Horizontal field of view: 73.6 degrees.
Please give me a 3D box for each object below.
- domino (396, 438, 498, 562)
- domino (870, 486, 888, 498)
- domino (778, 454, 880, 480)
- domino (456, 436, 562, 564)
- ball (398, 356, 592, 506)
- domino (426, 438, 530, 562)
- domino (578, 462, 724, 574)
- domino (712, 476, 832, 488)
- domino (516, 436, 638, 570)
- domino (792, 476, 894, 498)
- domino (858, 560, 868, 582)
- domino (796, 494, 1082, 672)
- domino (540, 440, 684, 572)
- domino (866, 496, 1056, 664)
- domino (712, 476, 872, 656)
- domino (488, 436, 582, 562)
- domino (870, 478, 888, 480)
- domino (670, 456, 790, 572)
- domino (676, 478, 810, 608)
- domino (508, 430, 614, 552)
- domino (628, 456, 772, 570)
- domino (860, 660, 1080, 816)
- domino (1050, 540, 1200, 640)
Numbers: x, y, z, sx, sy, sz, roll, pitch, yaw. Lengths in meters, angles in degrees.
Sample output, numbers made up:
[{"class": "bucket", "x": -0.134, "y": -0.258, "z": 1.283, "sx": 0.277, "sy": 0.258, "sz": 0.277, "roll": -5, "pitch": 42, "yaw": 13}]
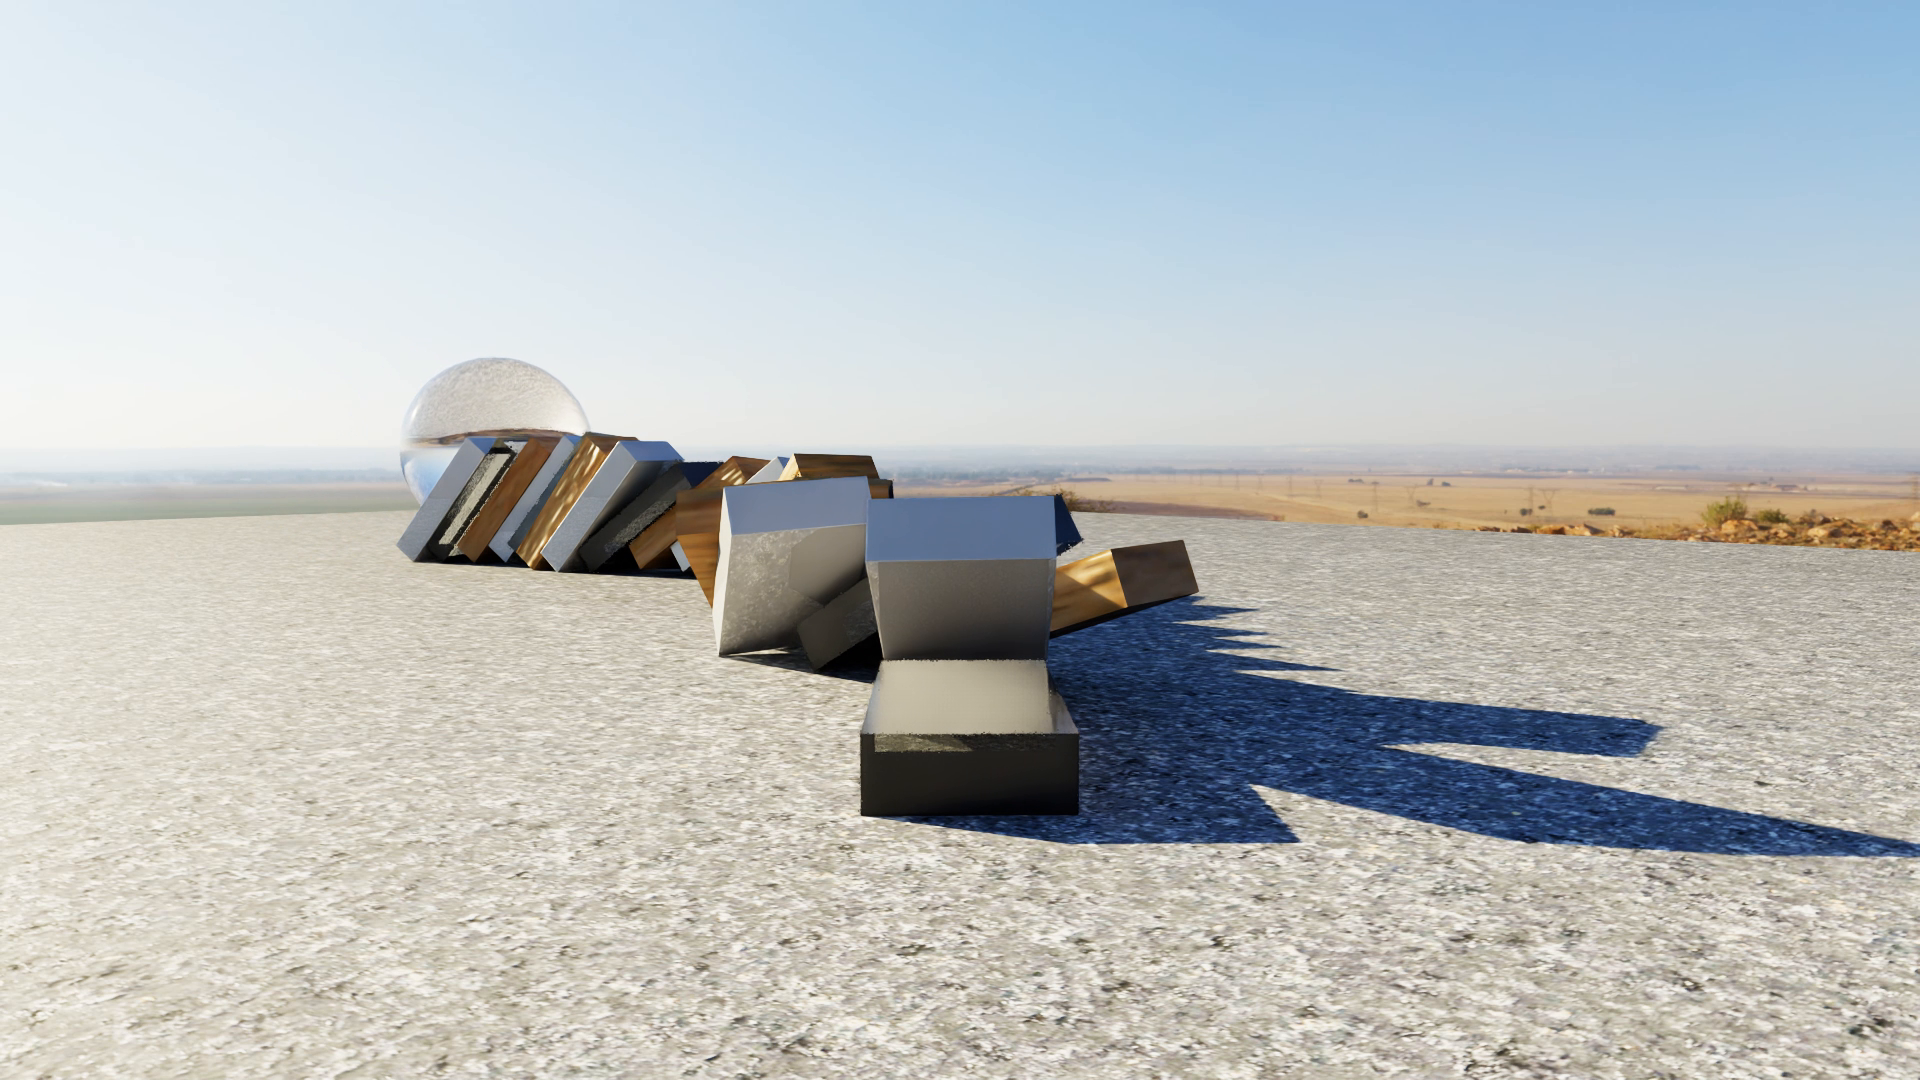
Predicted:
[{"class": "domino", "x": -0.181, "y": -0.015, "z": 0.468, "sx": 0.010, "sy": 0.050, "sz": 0.025, "roll": 41, "pitch": 14, "yaw": 10}, {"class": "domino", "x": -0.033, "y": 0.002, "z": 0.323, "sx": 0.025, "sy": 0.009, "sz": 0.050, "roll": -1, "pitch": -25, "yaw": -10}, {"class": "domino", "x": -0.046, "y": -0.006, "z": 0.381, "sx": 0.025, "sy": 0.009, "sz": 0.050, "roll": -1, "pitch": -36, "yaw": -33}, {"class": "domino", "x": -0.157, "y": -0.015, "z": 0.462, "sx": 0.010, "sy": 0.050, "sz": 0.025, "roll": 41, "pitch": 13, "yaw": 10}, {"class": "ball", "x": -0.201, "y": -0.039, "z": 0.559, "sx": 0.080, "sy": 0.080, "sz": 0.080, "roll": 0, "pitch": 4, "yaw": 0}, {"class": "domino", "x": -0.169, "y": -0.015, "z": 0.465, "sx": 0.010, "sy": 0.050, "sz": 0.025, "roll": 41, "pitch": 14, "yaw": 10}, {"class": "domino", "x": -0.100, "y": -0.008, "z": 0.424, "sx": 0.050, "sy": 0.010, "sz": 0.025, "roll": -37, "pitch": -11, "yaw": 22}, {"class": "domino", "x": -0.037, "y": 0.004, "z": 0.280, "sx": 0.025, "sy": 0.010, "sz": 0.050, "roll": -5, "pitch": -27, "yaw": -1}, {"class": "domino", "x": -0.127, "y": -0.013, "z": 0.436, "sx": 0.010, "sy": 0.050, "sz": 0.025, "roll": 42, "pitch": 19, "yaw": 16}, {"class": "domino", "x": -0.035, "y": 0.000, "z": 0.341, "sx": 0.025, "sy": 0.009, "sz": 0.050, "roll": 1, "pitch": -26, "yaw": -15}, {"class": "domino", "x": -0.034, "y": 0.002, "z": 0.300, "sx": 0.025, "sy": 0.010, "sz": 0.050, "roll": -4, "pitch": -27, "yaw": -3}, {"class": "domino", "x": -0.004, "y": 0.008, "z": 0.237, "sx": 0.050, "sy": 0.010, "sz": 0.025, "roll": -34, "pitch": -16, "yaw": 34}, {"class": "domino", "x": -0.116, "y": -0.011, "z": 0.429, "sx": 0.009, "sy": 0.050, "sz": 0.025, "roll": 46, "pitch": 20, "yaw": 15}, {"class": "domino", "x": 0.001, "y": 0.010, "z": 0.191, "sx": 0.025, "sy": 0.010, "sz": 0.050, "roll": -1, "pitch": -29, "yaw": 1}, {"class": "domino", "x": -0.032, "y": 0.006, "z": 0.242, "sx": 0.025, "sy": 0.010, "sz": 0.050, "roll": -5, "pitch": -27, "yaw": -16}, {"class": "domino", "x": -0.145, "y": -0.015, "z": 0.459, "sx": 0.009, "sy": 0.050, "sz": 0.025, "roll": 41, "pitch": 13, "yaw": 11}, {"class": "domino", "x": -0.040, "y": -0.001, "z": 0.364, "sx": 0.025, "sy": 0.010, "sz": 0.050, "roll": -2, "pitch": -25, "yaw": -26}, {"class": "domino", "x": -0.066, "y": -0.008, "z": 0.411, "sx": 0.050, "sy": 0.010, "sz": 0.025, "roll": -37, "pitch": -17, "yaw": 22}, {"class": "domino", "x": -0.040, "y": 0.005, "z": 0.261, "sx": 0.025, "sy": 0.010, "sz": 0.050, "roll": -5, "pitch": -27, "yaw": -1}, {"class": "domino", "x": -0.134, "y": -0.015, "z": 0.449, "sx": 0.010, "sy": 0.050, "sz": 0.025, "roll": 42, "pitch": 13, "yaw": 16}, {"class": "domino", "x": -0.081, "y": -0.008, "z": 0.417, "sx": 0.050, "sy": 0.010, "sz": 0.025, "roll": -37, "pitch": -17, "yaw": 22}, {"class": "domino", "x": 0.001, "y": 0.025, "z": 0.172, "sx": 0.025, "sy": 0.010, "sz": 0.050, "roll": 0, "pitch": 4, "yaw": -1}, {"class": "domino", "x": 0.014, "y": 0.013, "z": 0.226, "sx": 0.050, "sy": 0.010, "sz": 0.025, "roll": -22, "pitch": -10, "yaw": 36}]
